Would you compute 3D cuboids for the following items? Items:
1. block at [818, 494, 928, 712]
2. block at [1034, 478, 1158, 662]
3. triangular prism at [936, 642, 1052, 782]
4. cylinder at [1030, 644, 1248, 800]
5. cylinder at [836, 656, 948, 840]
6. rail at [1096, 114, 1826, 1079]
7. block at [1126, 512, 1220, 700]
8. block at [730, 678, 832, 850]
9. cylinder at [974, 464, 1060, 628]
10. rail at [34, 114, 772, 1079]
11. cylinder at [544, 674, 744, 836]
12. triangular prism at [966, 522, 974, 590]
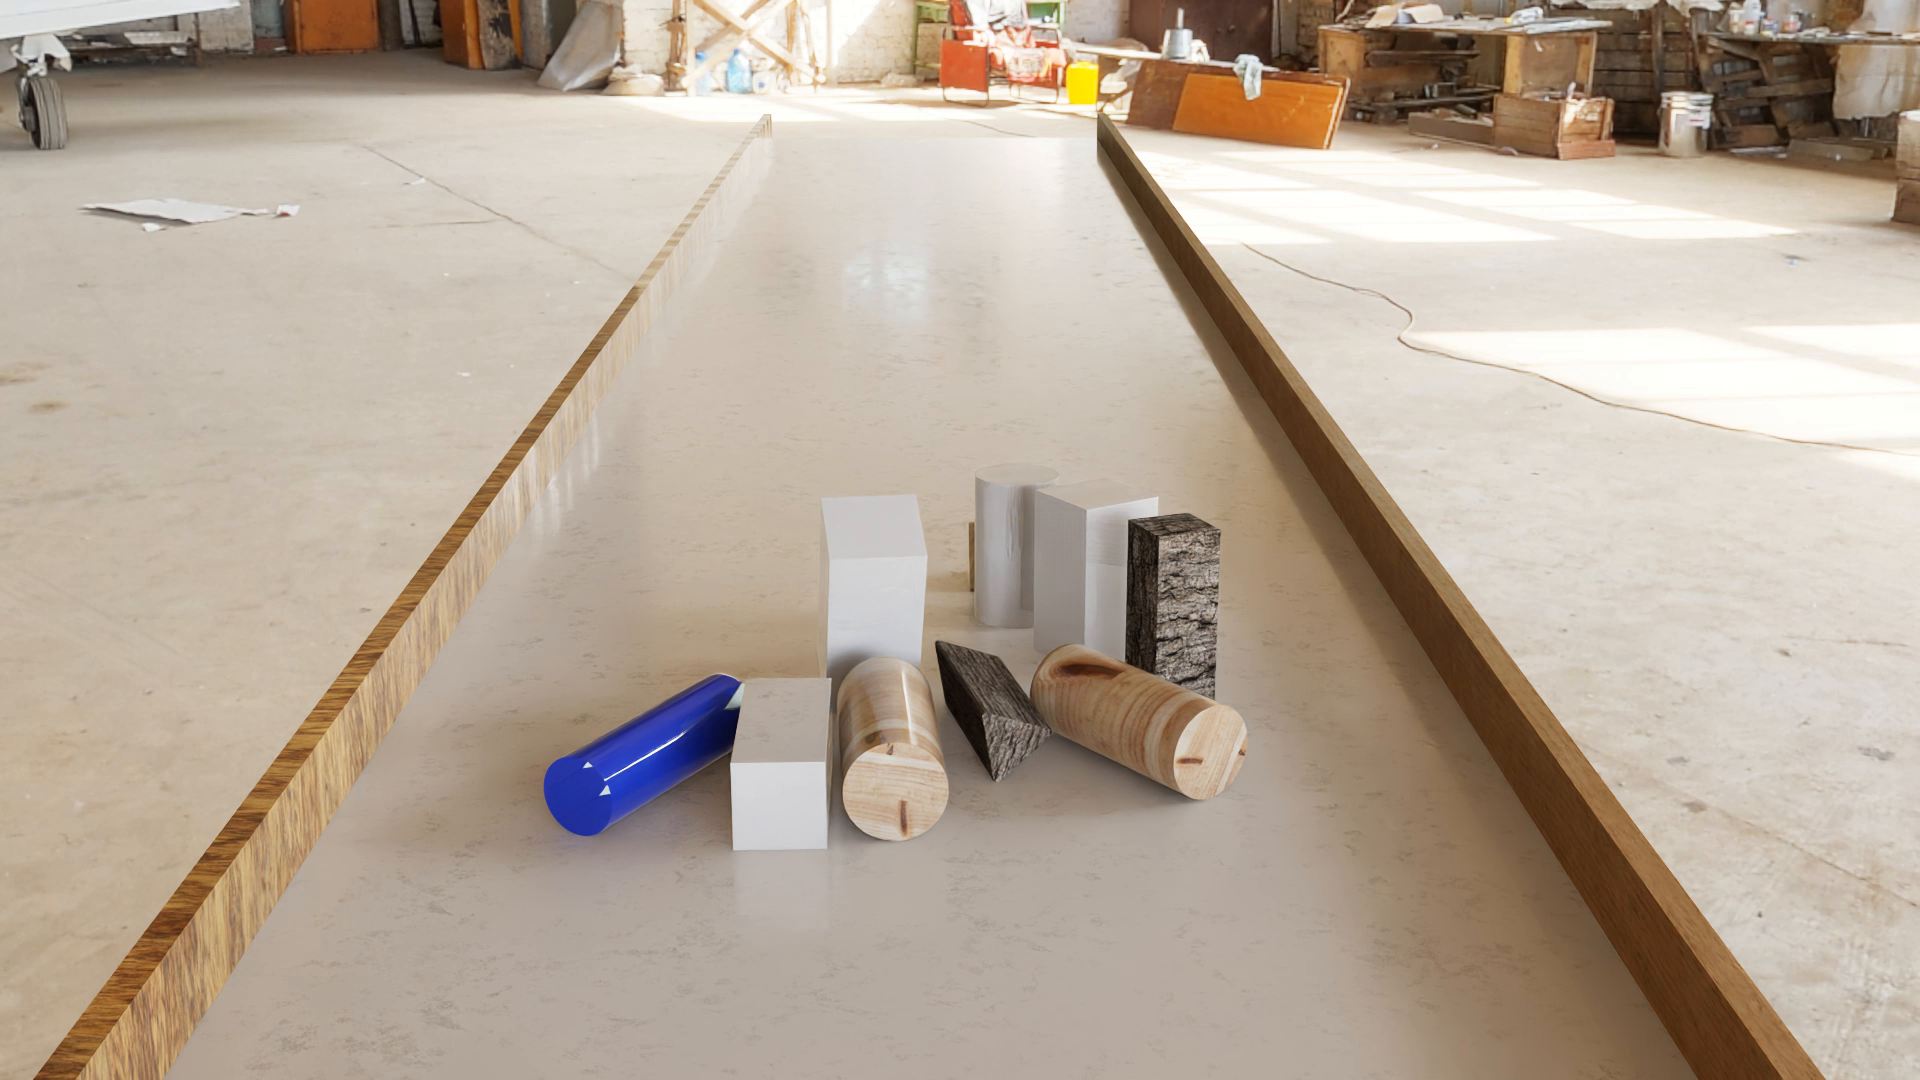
[{"bbox_3d":[-0.167,0.121,4.089,0.175,0.379,0.175,-2,40,-8],"label":"block"},{"bbox_3d":[0.270,0.069,4.406,0.174,0.336,0.174,-10,20,-31],"label":"block"},{"bbox_3d":[0.033,0.283,3.970,0.132,0.114,0.388,-42,21,1],"label":"triangular prism"},{"bbox_3d":[0.309,0.315,3.876,0.167,0.167,0.394,-12,20,-34],"label":"cylinder"},{"bbox_3d":[-0.120,0.349,3.753,0.172,0.172,0.413,-1,17,-4],"label":"cylinder"},{"bbox_3d":[0.932,-0.844,7.801,0.050,0.150,12.000,0,17,-1],"label":"rail"},{"bbox_3d":[0.398,0.141,4.134,0.127,0.353,0.127,-7,18,-21],"label":"block"},{"bbox_3d":[-0.296,0.372,3.712,0.151,0.151,0.388,-1,17,-2],"label":"block"},{"bbox_3d":[0.119,0.011,4.643,0.177,0.312,0.177,0,17,0],"label":"cylinder"},{"bbox_3d":[-1.118,-0.838,7.780,0.050,0.150,12.000,0,17,-1],"label":"rail"},{"bbox_3d":[-0.522,0.361,3.770,0.137,0.137,0.443,8,18,26],"label":"cylinder"},{"bbox_3d":[0.238,0.021,4.906,0.440,0.135,0.156,-1,17,-3],"label":"triangular prism"}]
